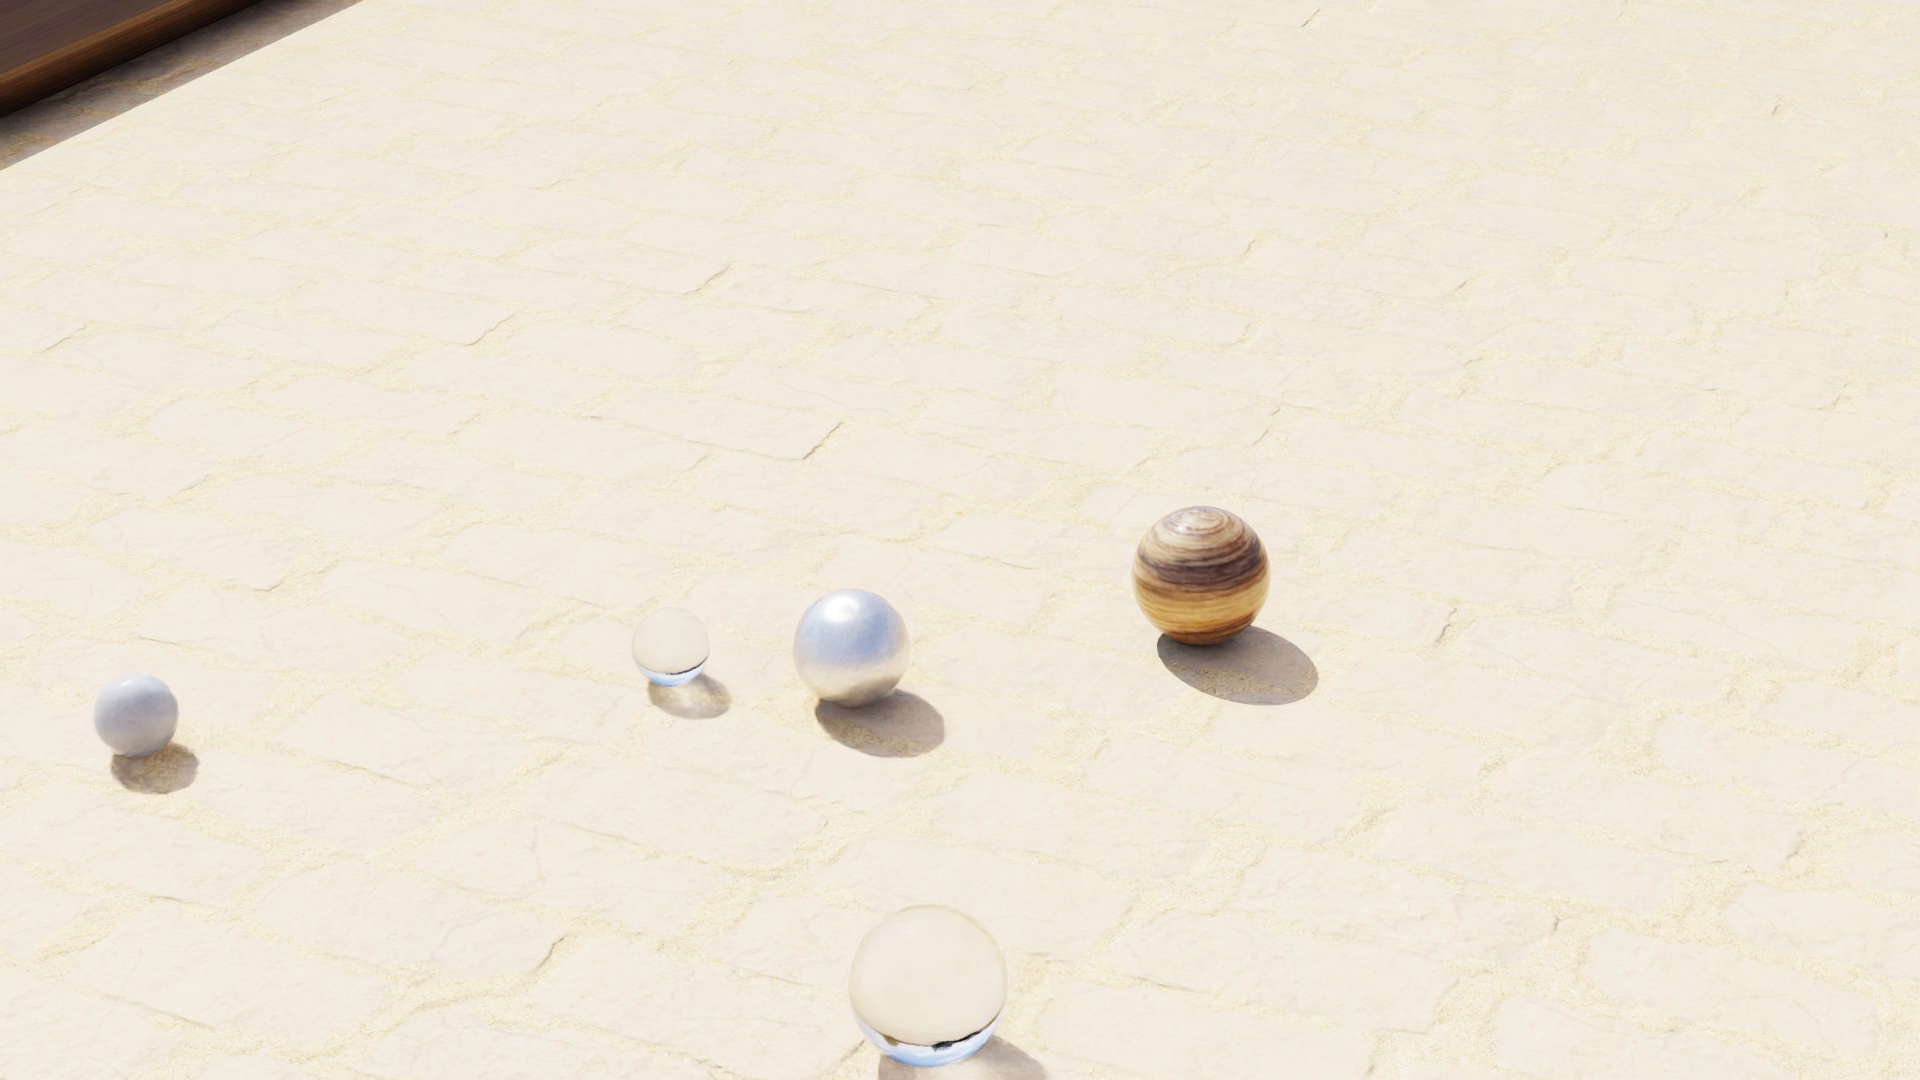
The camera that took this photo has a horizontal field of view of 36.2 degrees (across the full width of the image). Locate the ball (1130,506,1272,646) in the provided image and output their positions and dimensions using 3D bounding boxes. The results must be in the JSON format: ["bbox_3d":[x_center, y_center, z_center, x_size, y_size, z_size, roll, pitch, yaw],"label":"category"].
[{"bbox_3d":[0.137,0.020,1.671,0.080,0.080,0.080,0,27,0],"label":"ball"}]

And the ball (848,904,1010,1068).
[{"bbox_3d":[-0.014,0.201,1.329,0.073,0.073,0.073,0,27,0],"label":"ball"}]

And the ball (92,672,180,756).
[{"bbox_3d":[-0.439,0.093,1.567,0.045,0.045,0.045,0,27,0],"label":"ball"}]

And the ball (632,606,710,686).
[{"bbox_3d":[-0.161,0.059,1.634,0.044,0.044,0.044,0,27,0],"label":"ball"}]

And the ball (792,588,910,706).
[{"bbox_3d":[-0.060,0.059,1.612,0.065,0.065,0.065,0,27,0],"label":"ball"}]

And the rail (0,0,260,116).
[{"bbox_3d":[-0.583,-0.607,2.849,0.045,0.103,3.665,12,30,22],"label":"rail"}]
